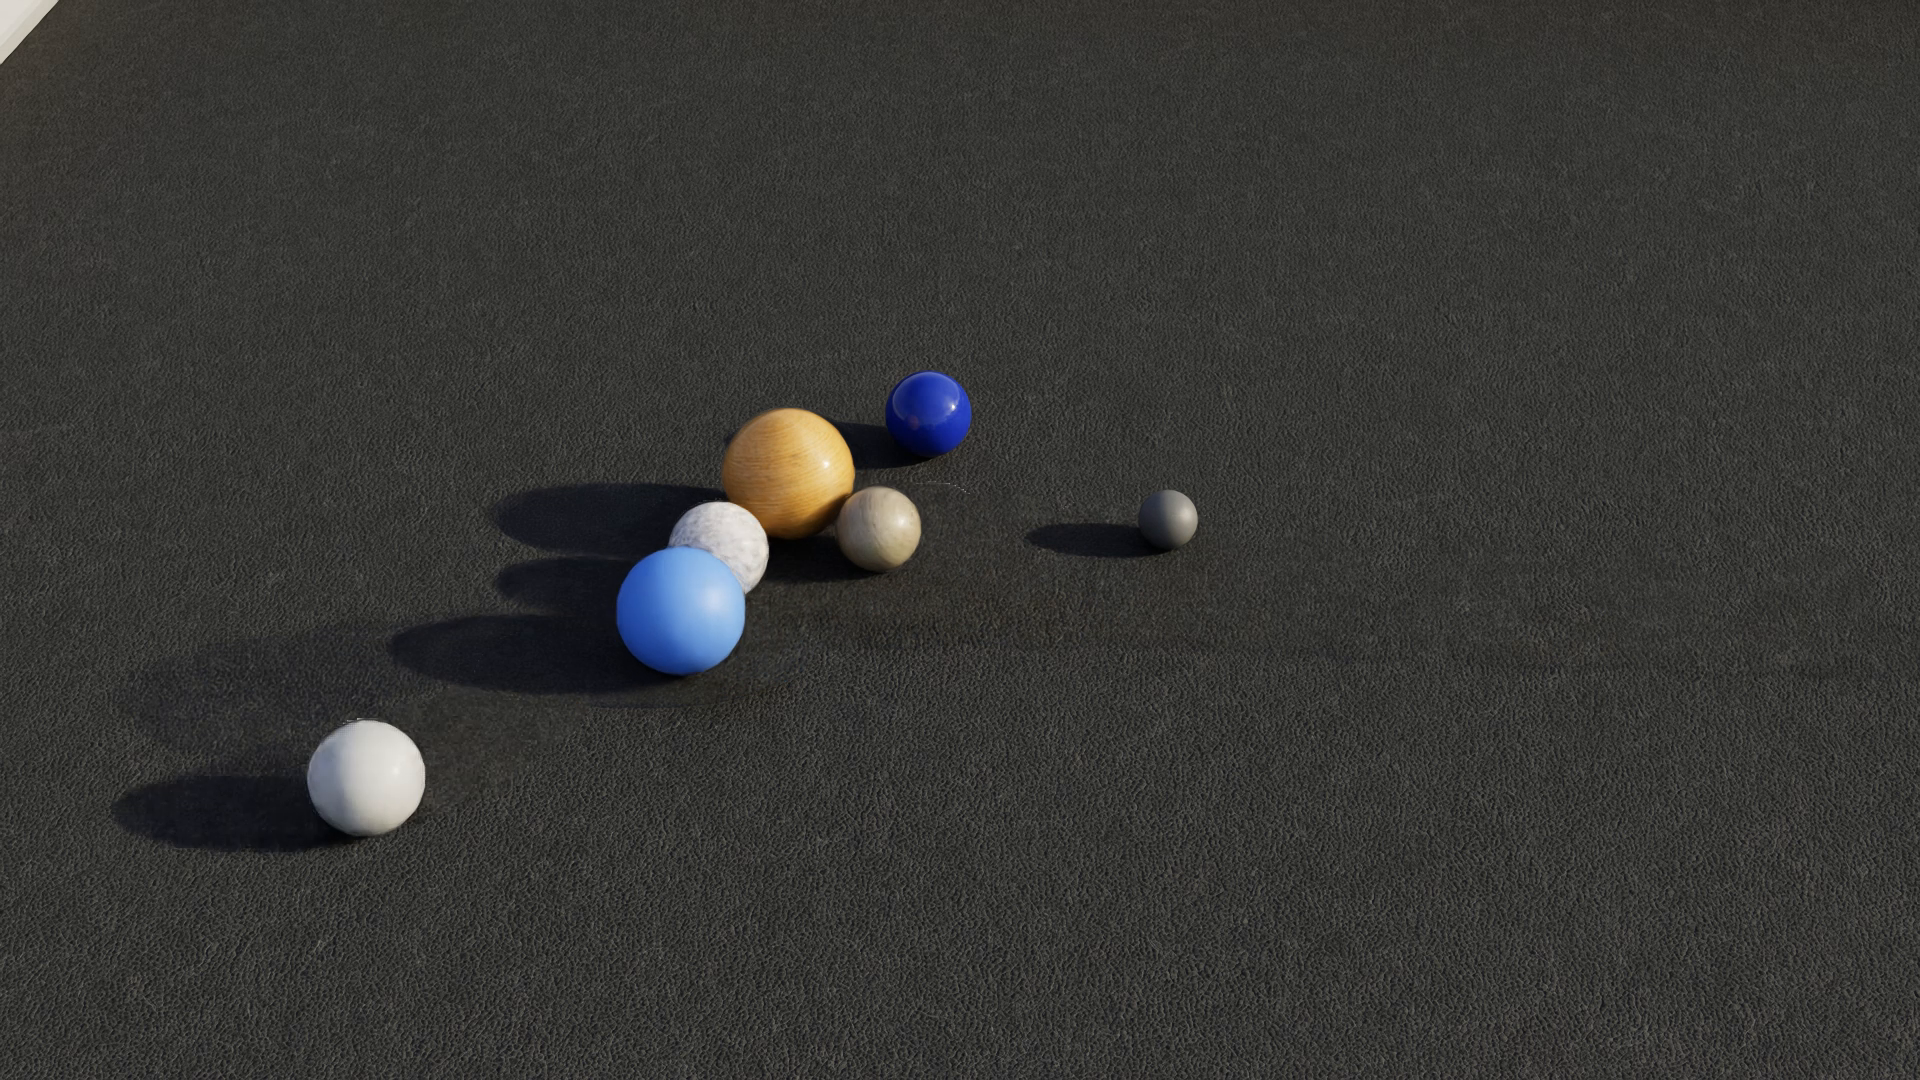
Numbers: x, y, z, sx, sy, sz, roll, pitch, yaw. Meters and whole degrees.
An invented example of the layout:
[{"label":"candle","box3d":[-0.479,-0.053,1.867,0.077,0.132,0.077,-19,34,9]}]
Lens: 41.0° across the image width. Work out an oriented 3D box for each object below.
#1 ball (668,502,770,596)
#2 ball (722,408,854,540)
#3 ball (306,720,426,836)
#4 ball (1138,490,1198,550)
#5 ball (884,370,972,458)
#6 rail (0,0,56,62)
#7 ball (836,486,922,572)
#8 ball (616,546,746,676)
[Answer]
[{"label":"ball","box3d":[-0.160,0.008,1.698,0.067,0.067,0.067,0,36,0]},{"label":"ball","box3d":[-0.117,-0.045,1.751,0.090,0.090,0.090,0,36,0]},{"label":"ball","box3d":[-0.350,0.140,1.512,0.068,0.068,0.068,0,36,0]},{"label":"ball","box3d":[0.142,-0.014,1.750,0.041,0.041,0.041,0,36,0]},{"label":"ball","box3d":[-0.023,-0.090,1.838,0.062,0.062,0.062,0,36,0]},{"label":"rail","box3d":[-0.932,-0.070,1.761,0.045,0.117,2.160,3,36,4]},{"label":"ball","box3d":[-0.055,-0.008,1.727,0.058,0.058,0.058,0,36,0]},{"label":"ball","box3d":[-0.177,0.045,1.632,0.082,0.082,0.082,0,36,0]}]
